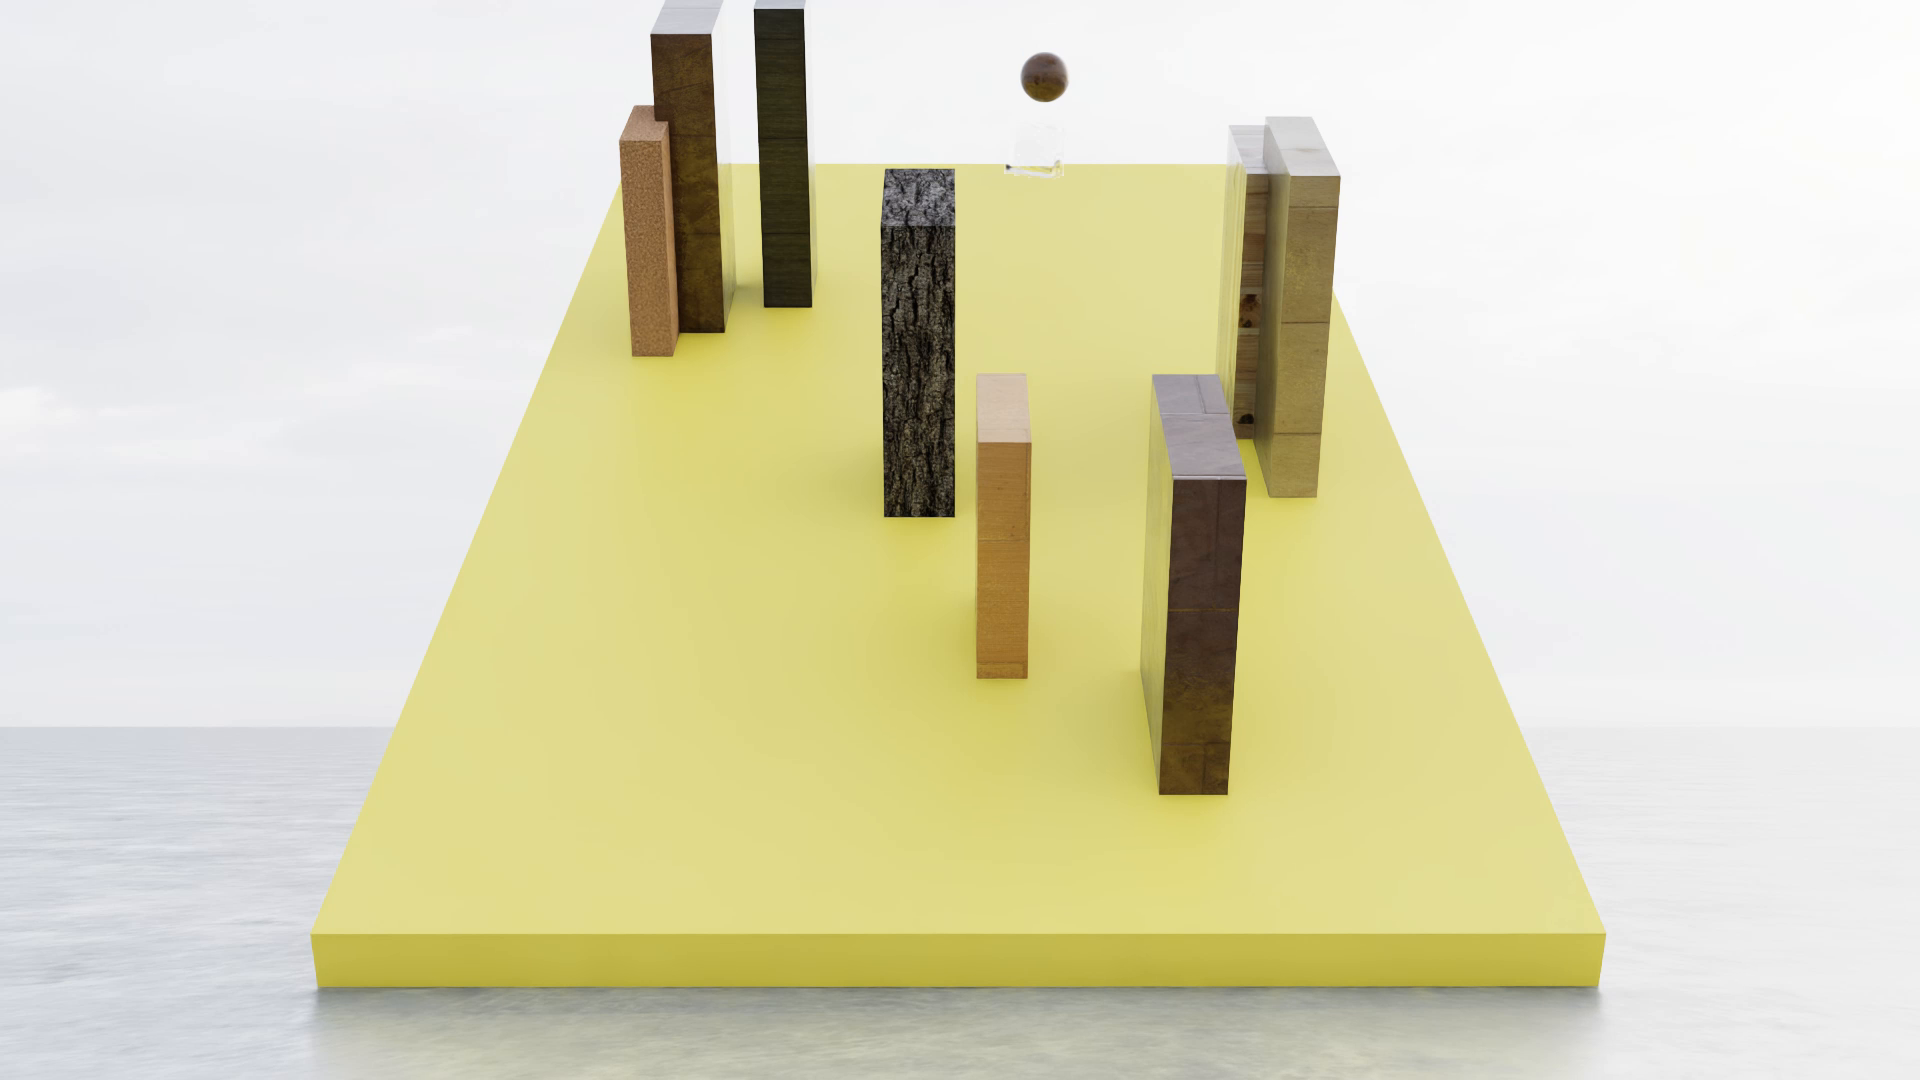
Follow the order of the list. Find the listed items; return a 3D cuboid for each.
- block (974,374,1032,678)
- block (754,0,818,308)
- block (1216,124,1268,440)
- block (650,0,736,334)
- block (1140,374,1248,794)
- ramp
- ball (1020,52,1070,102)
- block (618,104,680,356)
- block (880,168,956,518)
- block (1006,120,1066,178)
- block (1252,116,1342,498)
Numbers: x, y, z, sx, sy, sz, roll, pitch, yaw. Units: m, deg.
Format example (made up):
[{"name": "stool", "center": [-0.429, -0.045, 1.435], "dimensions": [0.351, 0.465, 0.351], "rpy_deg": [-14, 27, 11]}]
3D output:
[{"name": "block", "center": [0.078, -0.029, 4.394], "dimensions": [0.094, 0.476, 0.323], "rpy_deg": [0, 26, 0]}, {"name": "block", "center": [-0.444, -1.012, 6.056], "dimensions": [0.125, 0.775, 0.285], "rpy_deg": [0, 26, 0]}, {"name": "block", "center": [0.660, -0.590, 5.375], "dimensions": [0.089, 0.623, 0.372], "rpy_deg": [0, 26, 0]}, {"name": "block", "center": [-0.665, -0.942, 5.930], "dimensions": [0.146, 0.759, 0.364], "rpy_deg": [0, 26, 0]}, {"name": "block", "center": [0.395, 0.071, 4.066], "dimensions": [0.117, 0.588, 0.443], "rpy_deg": [0, 26, 0]}, {"name": "ramp", "center": [-0.010, -0.228, 5.455], "dimensions": [2.000, 0.100, 4.000], "rpy_deg": [0, 26, 0]}, {"name": "ball", "center": [0.247, -1.344, 6.845], "dimensions": [0.147, 0.147, 0.147], "rpy_deg": [0, -4, 0]}, {"name": "block", "center": [-0.755, -0.762, 5.807], "dimensions": [0.100, 0.545, 0.306], "rpy_deg": [0, 26, 0]}, {"name": "block", "center": [-0.085, -0.420, 5.003], "dimensions": [0.150, 0.642, 0.384], "rpy_deg": [0, 26, 0]}, {"name": "block", "center": [0.227, -1.163, 7.010], "dimensions": [0.140, 0.140, 0.140], "rpy_deg": [10, 17, 11]}, {"name": "block", "center": [0.715, -0.507, 5.100], "dimensions": [0.102, 0.716, 0.429], "rpy_deg": [0, 26, 0]}]
